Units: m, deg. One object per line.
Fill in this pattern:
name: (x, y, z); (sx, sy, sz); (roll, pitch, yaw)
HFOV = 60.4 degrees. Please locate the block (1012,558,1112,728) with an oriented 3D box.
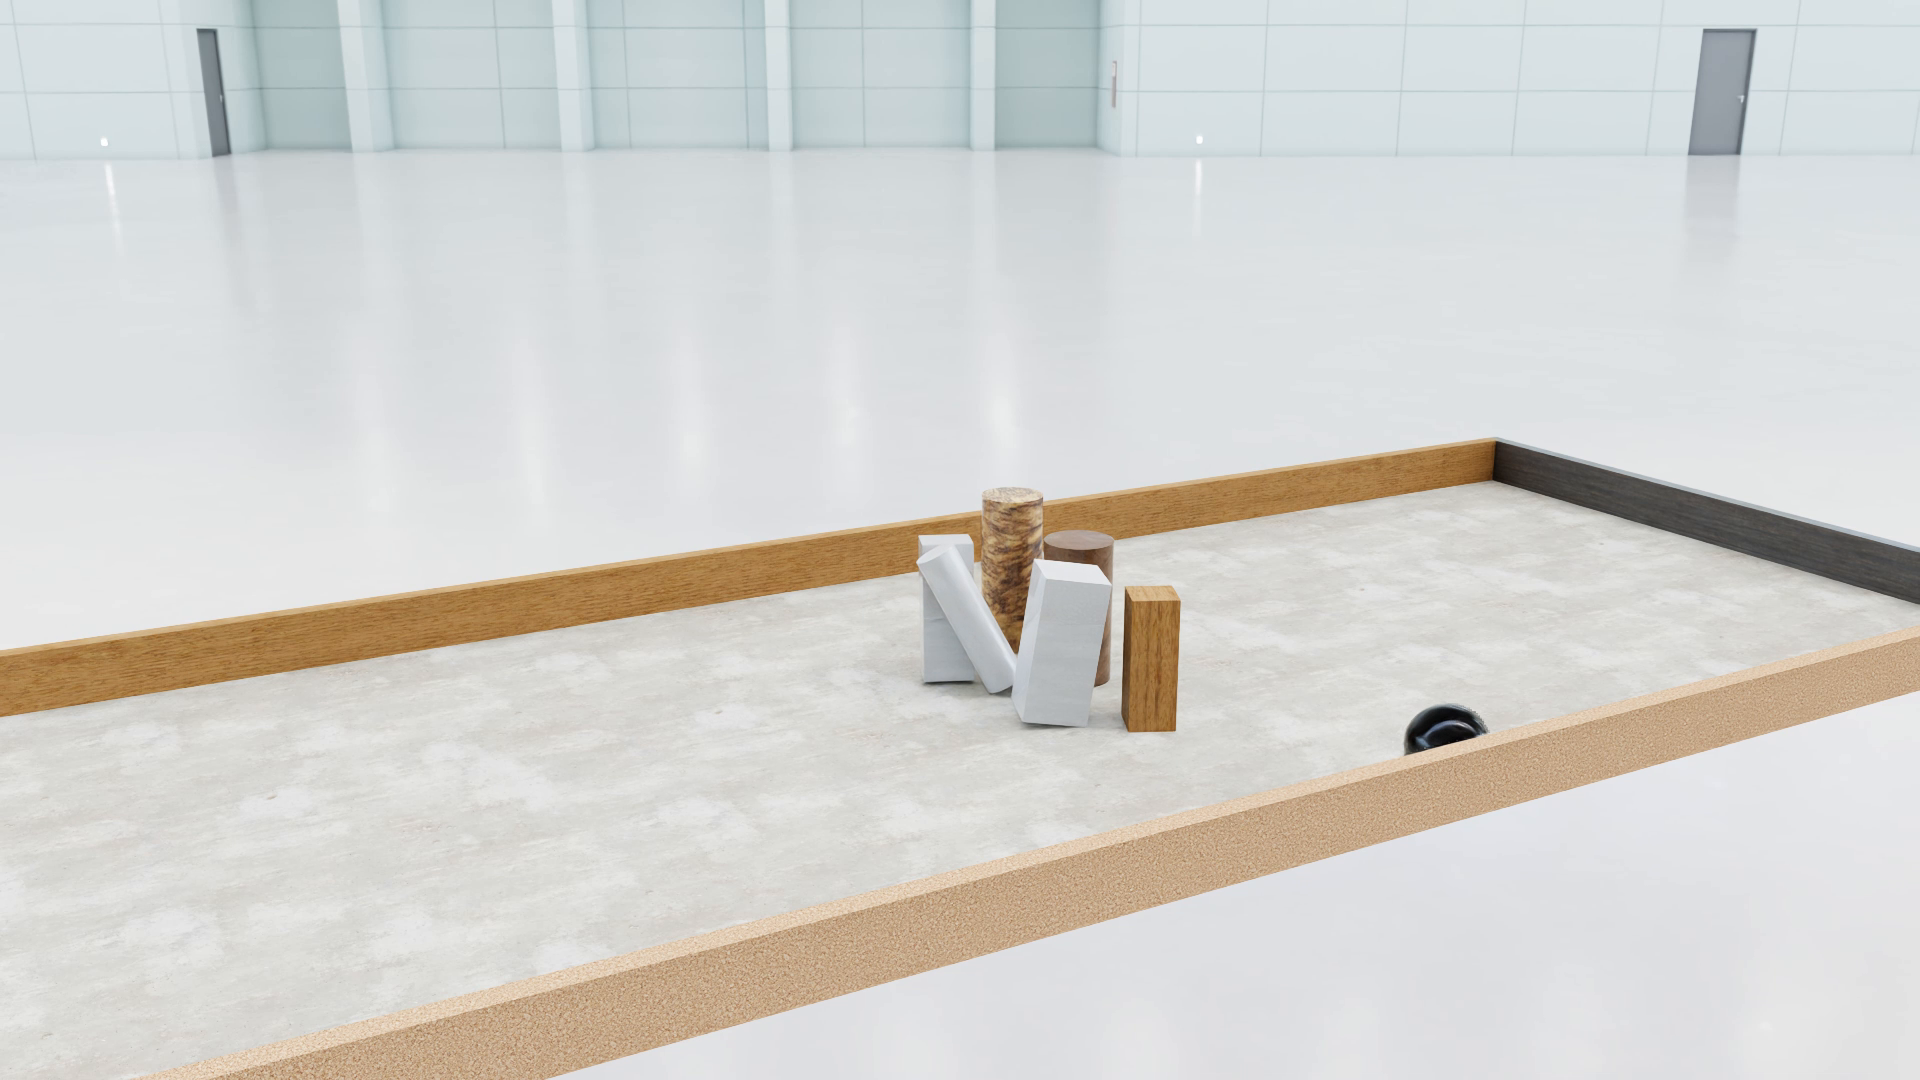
block: (0.235, 0.242, 3.877); (0.155, 0.351, 0.155); (6, 15, -10)

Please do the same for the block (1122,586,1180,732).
block: (0.444, 0.277, 3.844); (0.111, 0.321, 0.111); (-1, 16, -3)

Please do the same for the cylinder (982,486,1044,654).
cylinder: (0.136, 0.079, 4.354); (0.162, 0.412, 0.162); (0, 16, 0)

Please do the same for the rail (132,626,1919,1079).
rail: (-2.336, 1.006, 1.665); (12.000, 0.150, 0.050); (-9, 18, -27)

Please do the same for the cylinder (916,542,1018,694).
cylinder: (0.027, 0.191, 4.038); (0.102, 0.373, 0.102); (-27, 12, 7)

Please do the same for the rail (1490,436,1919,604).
rail: (2.466, -0.048, 5.253); (0.050, 0.150, 2.100); (-9, 18, -27)

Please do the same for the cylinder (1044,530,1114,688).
cylinder: (0.294, 0.172, 4.130); (0.174, 0.360, 0.174); (0, 16, 0)

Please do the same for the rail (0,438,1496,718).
rail: (-3.305, 0.497, 3.399); (12.000, 0.150, 0.050); (-9, 18, -27)

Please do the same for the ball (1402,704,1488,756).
ball: (1.041, 0.442, 3.531); (0.181, 0.181, 0.181); (0, 16, 0)

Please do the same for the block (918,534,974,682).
block: (-0.034, 0.169, 4.145); (0.127, 0.347, 0.127); (-2, 11, -6)
